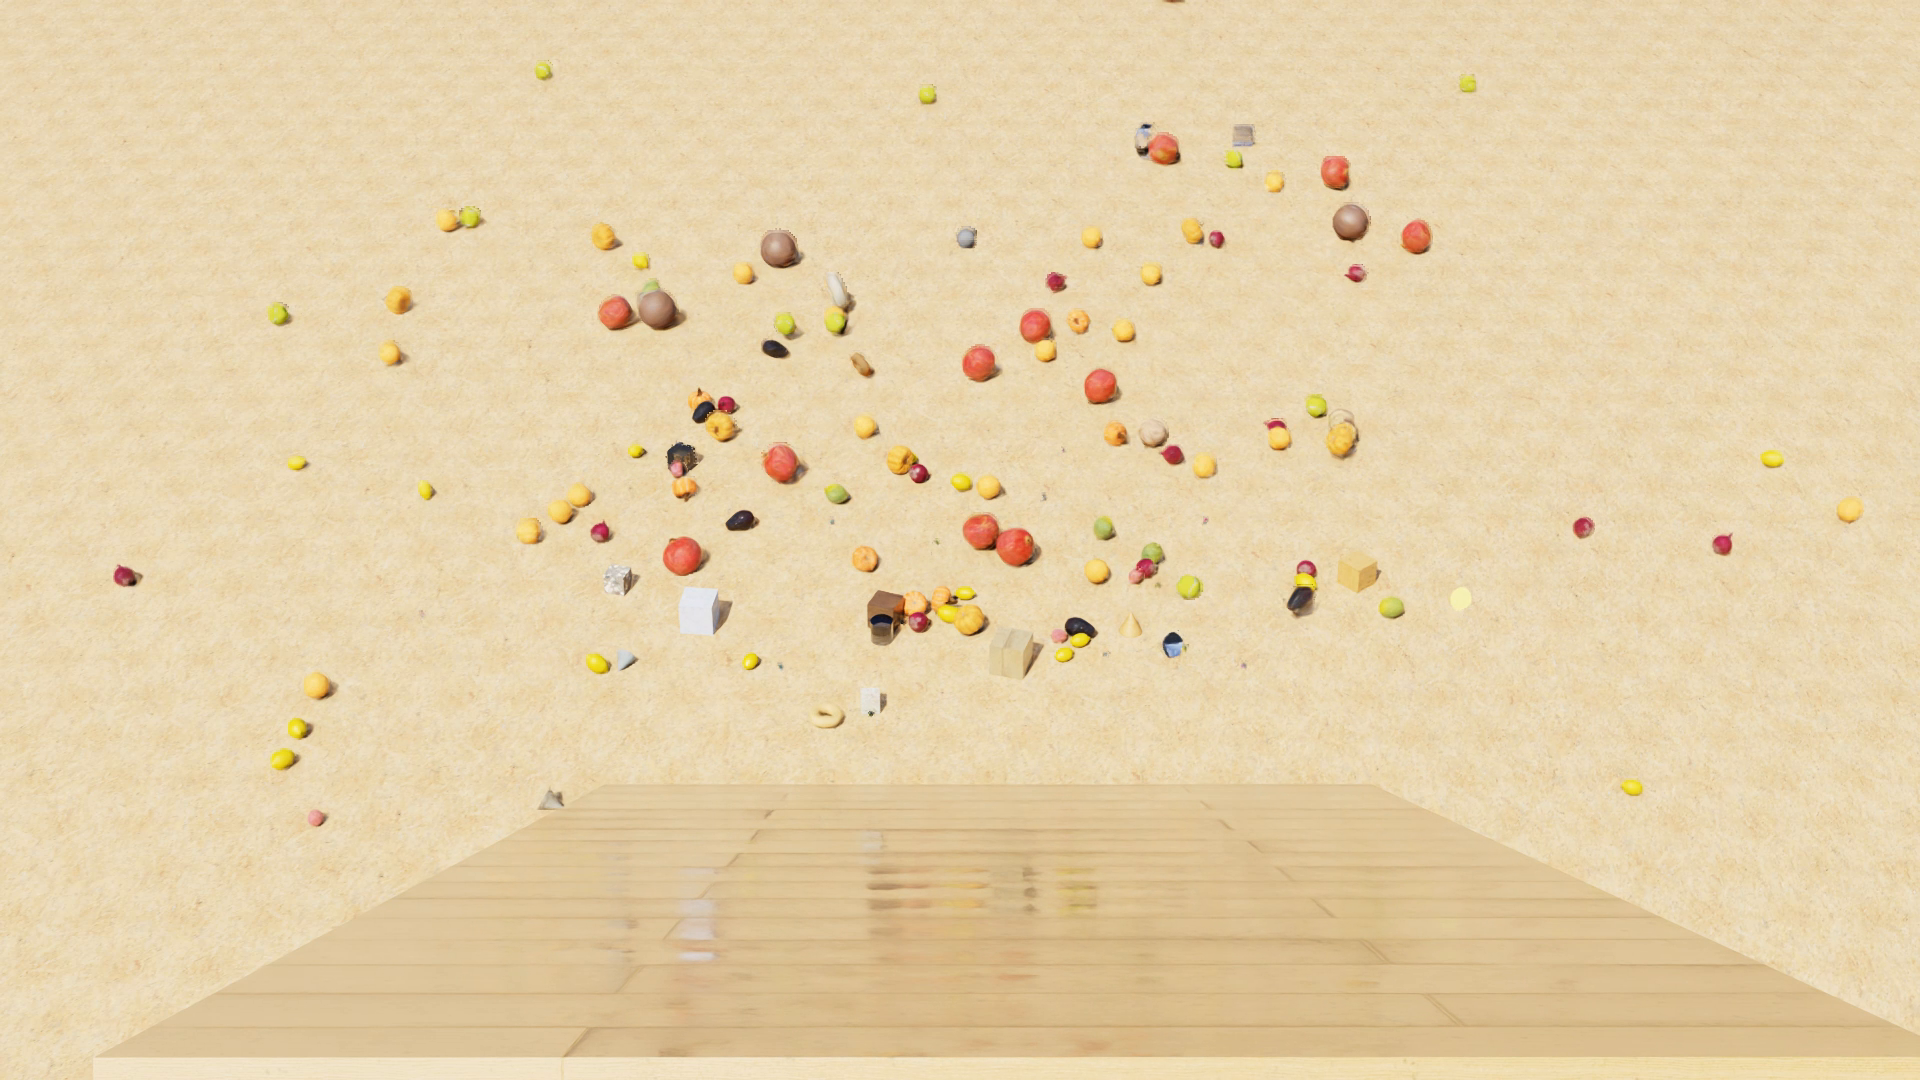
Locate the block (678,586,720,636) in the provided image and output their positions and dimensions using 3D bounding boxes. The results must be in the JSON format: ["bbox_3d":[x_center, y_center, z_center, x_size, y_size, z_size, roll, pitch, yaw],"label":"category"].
[{"bbox_3d":[-0.752,0.205,7.486,0.096,0.096,0.096,4,34,6],"label":"block"}]

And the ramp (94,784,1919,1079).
[{"bbox_3d":[0.074,0.645,4.768,2.000,0.100,4.000,0,-1,0],"label":"ramp"}]

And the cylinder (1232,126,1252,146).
[{"bbox_3d":[1.115,-1.593,10.234,0.077,0.077,0.077,3,33,5],"label":"cylinder"}]

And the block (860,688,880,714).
[{"bbox_3d":[-0.248,0.444,7.164,0.052,0.052,0.052,-2,33,-2],"label":"block"}]

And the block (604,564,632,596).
[{"bbox_3d":[-1.009,0.118,7.649,0.063,0.063,0.063,9,34,13],"label":"block"}]

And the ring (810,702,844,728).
[{"bbox_3d":[-0.367,0.482,7.125,0.095,0.032,0.095,1,34,0],"label":"ring"}]

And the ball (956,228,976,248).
[{"bbox_3d":[0.022,-1.105,9.498,0.070,0.070,0.070,0,33,0],"label":"ball"}]

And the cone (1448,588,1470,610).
[{"bbox_3d":[1.447,0.170,7.599,0.067,0.067,0.067,-14,9,-20],"label":"cone"}]

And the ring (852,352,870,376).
[{"bbox_3d":[-0.332,-0.588,8.696,0.030,0.089,0.089,-36,44,-14],"label":"ring"}]

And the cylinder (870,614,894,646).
[{"bbox_3d":[-0.224,0.258,7.434,0.066,0.066,0.066,0,33,0],"label":"cylinder"}]

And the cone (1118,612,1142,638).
[{"bbox_3d":[0.492,0.234,7.468,0.069,0.069,0.069,0,33,0],"label":"cone"}]

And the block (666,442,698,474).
[{"bbox_3d":[-0.880,-0.259,8.219,0.067,0.067,0.067,16,37,23],"label":"block"}]

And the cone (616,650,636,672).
[{"bbox_3d":[-0.954,0.349,7.331,0.059,0.059,0.059,11,64,16],"label":"cone"}]

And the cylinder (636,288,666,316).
[{"bbox_3d":[-1.081,-0.831,9.073,0.081,0.081,0.081,-15,36,-22],"label":"cylinder"}]

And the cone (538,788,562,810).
[{"bbox_3d":[-1.064,0.693,6.807,0.065,0.065,0.065,29,35,-5],"label":"cone"}]

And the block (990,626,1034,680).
[{"bbox_3d":[0.145,0.318,7.312,0.099,0.099,0.099,10,35,15],"label":"block"}]

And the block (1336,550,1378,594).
[{"bbox_3d":[1.174,0.093,7.671,0.080,0.080,0.080,-26,41,-34],"label":"block"}]

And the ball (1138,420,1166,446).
[{"bbox_3d":[0.618,-0.345,8.330,0.087,0.087,0.087,0,33,0],"label":"ball"}]

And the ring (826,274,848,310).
[{"bbox_3d":[-0.431,-0.867,9.068,0.045,0.136,0.136,-21,37,-5],"label":"ring"}]

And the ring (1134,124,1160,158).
[{"bbox_3d":[0.729,-1.557,10.129,0.046,0.137,0.137,5,30,40],"label":"ring"}]

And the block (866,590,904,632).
[{"bbox_3d":[-0.215,0.207,7.498,0.081,0.081,0.081,12,35,17],"label":"block"}]
